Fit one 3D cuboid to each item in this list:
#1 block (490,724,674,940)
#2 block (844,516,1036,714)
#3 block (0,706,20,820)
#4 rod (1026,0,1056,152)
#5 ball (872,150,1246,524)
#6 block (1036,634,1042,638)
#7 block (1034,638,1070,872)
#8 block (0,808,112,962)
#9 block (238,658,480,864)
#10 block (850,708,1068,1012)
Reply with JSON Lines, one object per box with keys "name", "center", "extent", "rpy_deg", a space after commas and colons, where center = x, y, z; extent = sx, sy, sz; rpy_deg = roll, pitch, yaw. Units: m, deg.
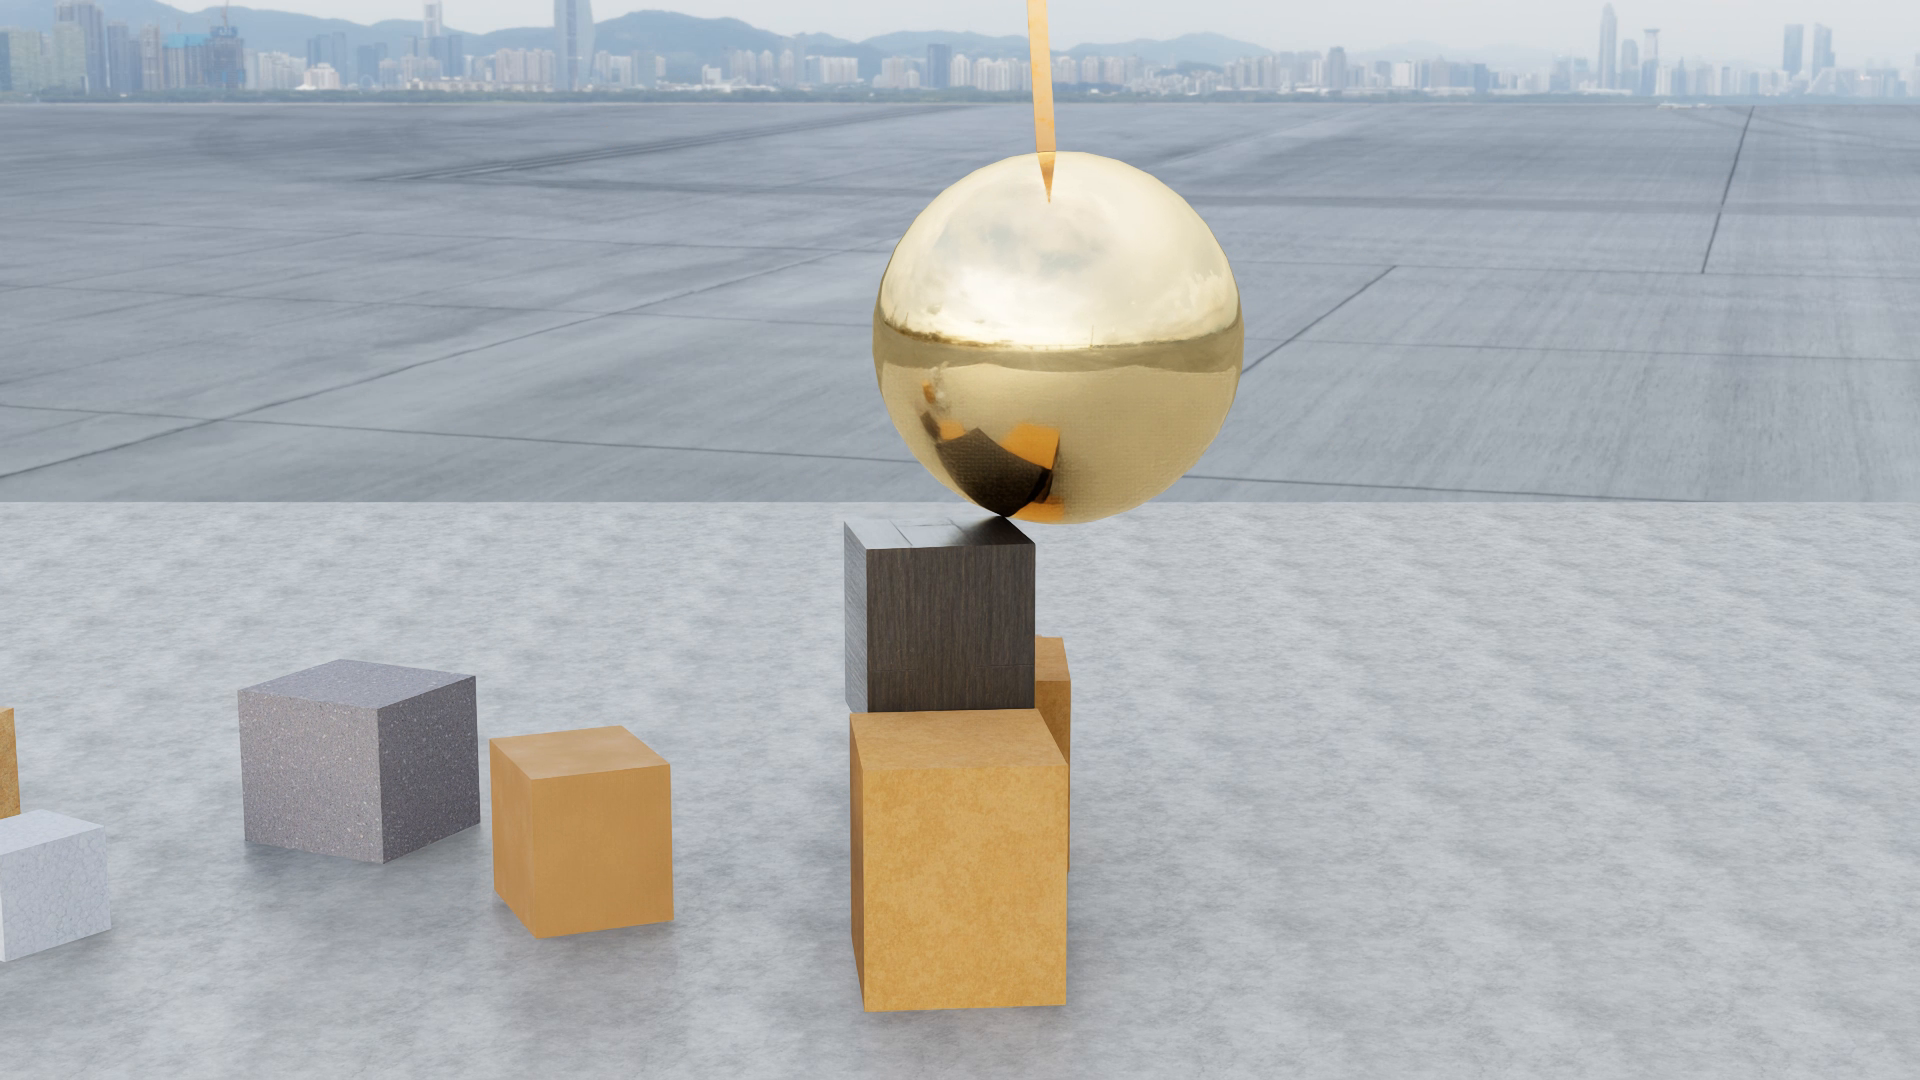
{"name": "block", "center": [-1.617, 1.227, 10.922], "extent": [0.589, 0.677, 0.714], "rpy_deg": [-5, 11, -23]}
{"name": "block", "center": [-0.095, 0.357, 10.800], "extent": [0.697, 0.795, 0.688], "rpy_deg": [-2, 10, -10]}
{"name": "block", "center": [-4.611, 1.140, 11.266], "extent": [0.677, 0.727, 0.605], "rpy_deg": [3, 11, 15]}
{"name": "rod", "center": [0.183, -4.202, 10.416], "extent": [0.080, 5.200, 0.080], "rpy_deg": [-4, 10, 1]}
{"name": "ball", "center": [0.421, -0.865, 11.023], "extent": [1.600, 1.600, 1.600], "rpy_deg": [0, 10, 0]}
{"name": "block", "center": [0.001, 0.897, 12.627], "extent": [0.822, 0.717, 0.767], "rpy_deg": [0, 10, 0]}
{"name": "block", "center": [0.007, 0.970, 11.792], "extent": [0.959, 0.873, 0.885], "rpy_deg": [0, 10, 0]}
{"name": "block", "center": [-3.853, 1.413, 10.557], "extent": [0.434, 0.443, 0.500], "rpy_deg": [7, 13, 35]}
{"name": "block", "center": [-2.795, 1.016, 11.975], "extent": [0.801, 0.717, 0.724], "rpy_deg": [5, 11, 26]}
{"name": "block", "center": [-0.022, 1.239, 10.109], "extent": [0.771, 0.945, 0.878], "rpy_deg": [-1, 10, -6]}
